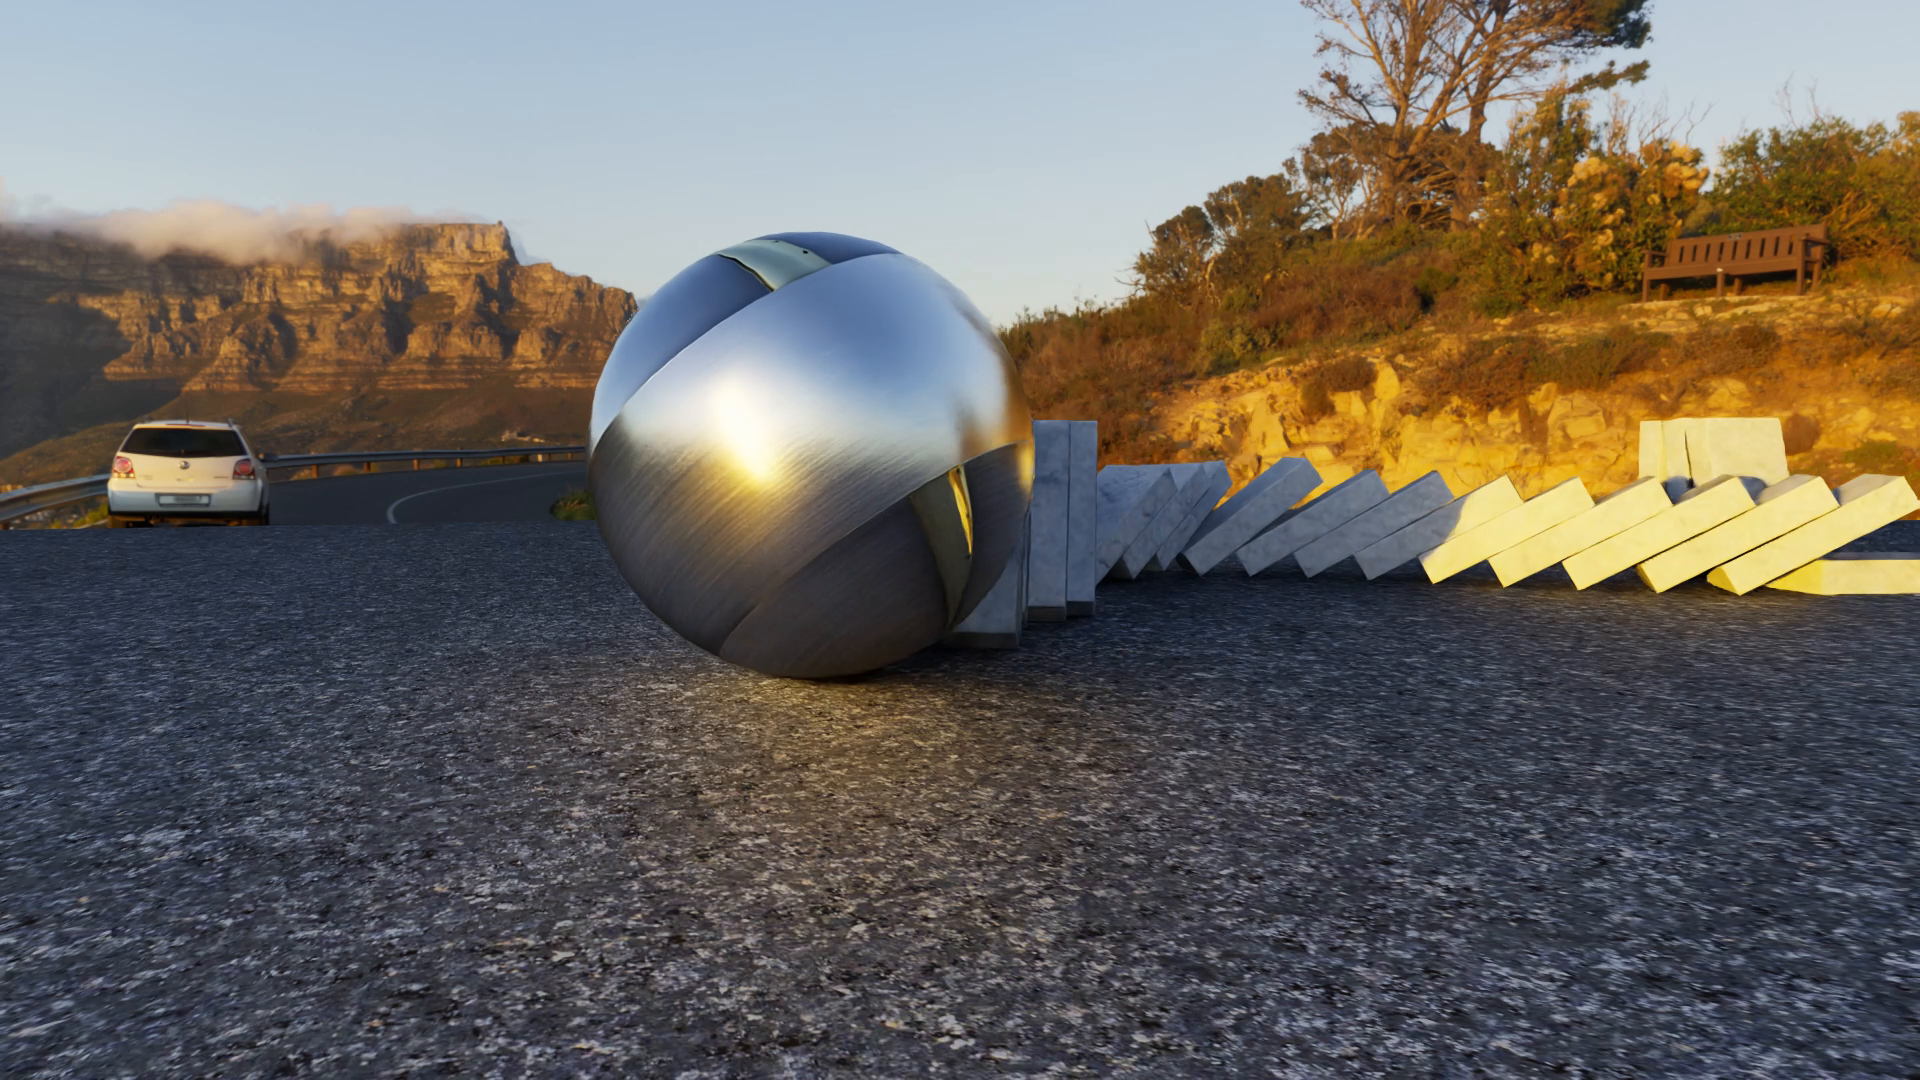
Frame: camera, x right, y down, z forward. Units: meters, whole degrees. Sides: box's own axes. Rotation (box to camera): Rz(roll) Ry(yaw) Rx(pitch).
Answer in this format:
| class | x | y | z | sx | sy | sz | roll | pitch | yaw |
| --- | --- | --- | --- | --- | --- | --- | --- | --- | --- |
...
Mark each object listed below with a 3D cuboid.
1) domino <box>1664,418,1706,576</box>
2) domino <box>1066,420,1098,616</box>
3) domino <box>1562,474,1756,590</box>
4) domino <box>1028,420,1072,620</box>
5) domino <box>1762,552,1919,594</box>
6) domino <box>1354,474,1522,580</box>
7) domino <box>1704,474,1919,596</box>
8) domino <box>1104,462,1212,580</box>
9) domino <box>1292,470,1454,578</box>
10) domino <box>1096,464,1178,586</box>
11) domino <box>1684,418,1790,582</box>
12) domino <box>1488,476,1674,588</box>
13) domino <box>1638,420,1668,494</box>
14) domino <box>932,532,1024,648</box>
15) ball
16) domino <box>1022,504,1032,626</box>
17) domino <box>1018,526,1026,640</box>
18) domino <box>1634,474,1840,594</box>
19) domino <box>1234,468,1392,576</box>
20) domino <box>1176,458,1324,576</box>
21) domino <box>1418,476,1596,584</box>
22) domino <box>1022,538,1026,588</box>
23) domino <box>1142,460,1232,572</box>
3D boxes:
| class | x | y | z | sx | sy | sz | roll | pitch | yaw |
| --- | --- | --- | --- | --- | --- | --- | --- | --- | --- |
| domino | 0.241 | -0.014 | 0.410 | 0.025 | 0.050 | 0.010 | 0 | -5 | -6 |
| domino | 0.022 | -0.006 | 0.326 | 0.025 | 0.050 | 0.010 | 1 | -24 | 7 |
| domino | 0.202 | -0.002 | 0.374 | 0.050 | 0.009 | 0.025 | -31 | -8 | 23 |
| domino | 0.014 | -0.005 | 0.316 | 0.025 | 0.050 | 0.009 | 1 | -24 | 7 |
| domino | 0.266 | 0.010 | 0.378 | 0.050 | 0.009 | 0.025 | -1 | 4 | -9 |
| domino | 0.149 | -0.004 | 0.401 | 0.050 | 0.009 | 0.025 | -31 | -8 | 22 |
| domino | 0.240 | -0.002 | 0.366 | 0.050 | 0.009 | 0.025 | -31 | -4 | 15 |
| domino | 0.057 | -0.007 | 0.414 | 0.025 | 0.009 | 0.050 | 2 | 38 | 46 |
| domino | 0.131 | -0.005 | 0.410 | 0.050 | 0.009 | 0.025 | -31 | -5 | 17 |
| domino | 0.044 | -0.005 | 0.401 | 0.025 | 0.009 | 0.050 | 4 | 40 | 44 |
| domino | 0.243 | -0.013 | 0.398 | 0.025 | 0.050 | 0.009 | 0 | -12 | -6 |
| domino | 0.184 | -0.003 | 0.383 | 0.050 | 0.009 | 0.025 | -31 | -8 | 22 |
| domino | 0.239 | -0.014 | 0.426 | 0.025 | 0.050 | 0.009 | -1 | 4 | -8 |
| domino | 0.001 | -0.002 | 0.274 | 0.025 | 0.050 | 0.009 | 1 | -24 | 7 |
| ball | -0.026 | -0.015 | 0.233 | 0.080 | 0.080 | 0.080 | 0 | 4 | 0 |
| domino | 0.004 | -0.005 | 0.306 | 0.025 | 0.050 | 0.009 | 0 | -24 | 7 |
| domino | 0.002 | -0.003 | 0.285 | 0.025 | 0.050 | 0.009 | 1 | -24 | 7 |
| domino | 0.221 | -0.002 | 0.369 | 0.050 | 0.009 | 0.025 | -31 | -6 | 19 |
| domino | 0.113 | -0.006 | 0.416 | 0.050 | 0.010 | 0.025 | -31 | -2 | 11 |
| domino | 0.093 | -0.008 | 0.423 | 0.050 | 0.009 | 0.025 | -38 | 5 | 0 |
| domino | 0.166 | -0.003 | 0.392 | 0.050 | 0.010 | 0.025 | -30 | -8 | 23 |
| domino | 0.002 | -0.004 | 0.296 | 0.025 | 0.050 | 0.009 | 1 | -24 | 7 |
| domino | 0.068 | -0.008 | 0.430 | 0.025 | 0.010 | 0.050 | -2 | 35 | 45 |
